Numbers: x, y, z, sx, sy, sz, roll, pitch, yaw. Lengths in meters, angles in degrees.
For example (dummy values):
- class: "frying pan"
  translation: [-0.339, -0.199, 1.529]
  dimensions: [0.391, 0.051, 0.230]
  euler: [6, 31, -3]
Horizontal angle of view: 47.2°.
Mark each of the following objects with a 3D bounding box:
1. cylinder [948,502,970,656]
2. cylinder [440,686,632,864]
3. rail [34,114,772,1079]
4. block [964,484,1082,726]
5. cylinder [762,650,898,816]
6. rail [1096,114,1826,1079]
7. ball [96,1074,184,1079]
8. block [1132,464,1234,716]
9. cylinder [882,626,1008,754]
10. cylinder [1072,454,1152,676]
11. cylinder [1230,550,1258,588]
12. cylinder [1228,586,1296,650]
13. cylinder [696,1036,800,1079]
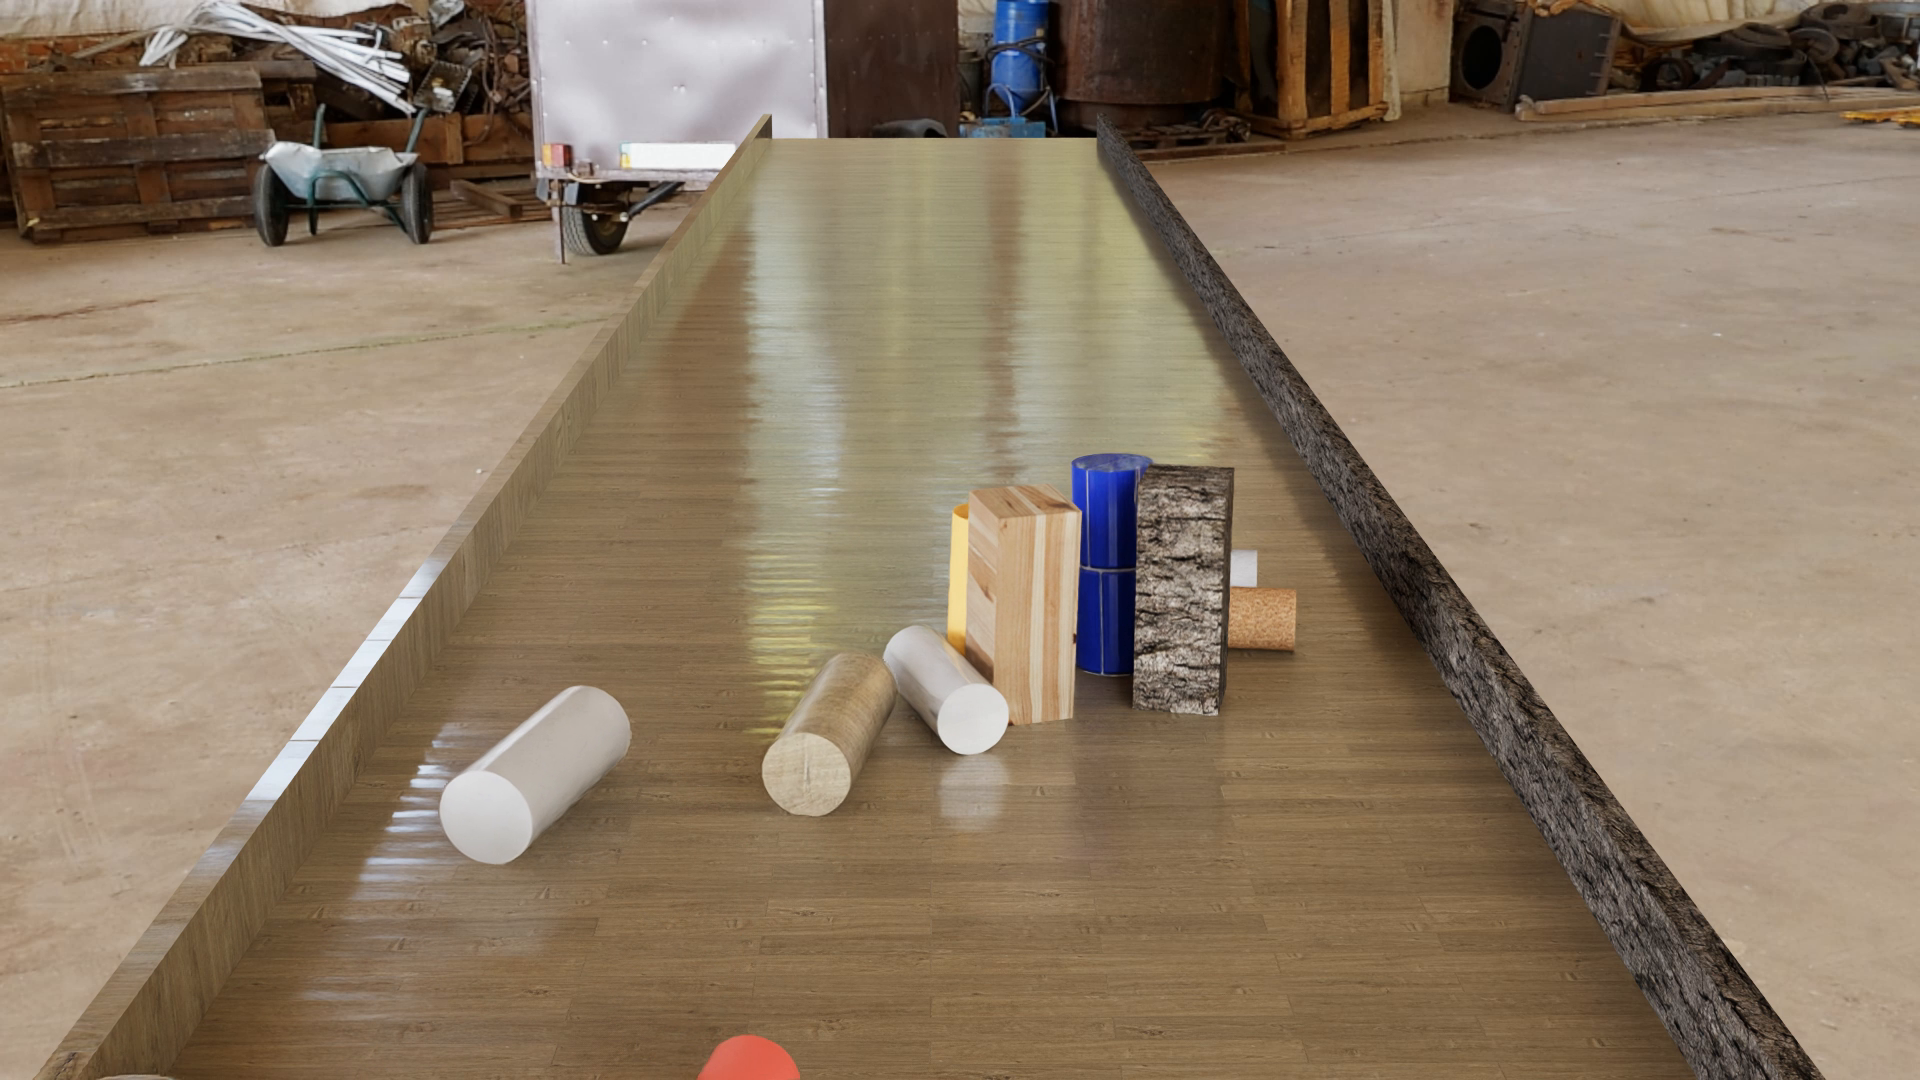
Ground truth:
- class: "cylinder"
  translation: [0.052, 0.111, 4.241]
  dimensions: [0.148, 0.343, 0.148]
  euler: [2, 17, -1]
- class: "cylinder"
  translation: [-0.698, 0.384, 3.656]
  dimensions: [0.159, 0.159, 0.397]
  euler: [4, 17, 14]
- class: "rail"
  translation: [-1.118, -0.838, 7.780]
  dimensions: [0.050, 0.150, 12.000]
  euler: [0, 17, -1]
- class: "block"
  translation: [0.114, 0.121, 4.082]
  dimensions: [0.160, 0.411, 0.160]
  euler: [-6, 22, -18]
- class: "cylinder"
  translation: [-0.222, 0.332, 3.846]
  dimensions: [0.151, 0.151, 0.411]
  euler: [3, 17, 9]
- class: "rail"
  translation: [0.932, -0.844, 7.801]
  dimensions: [0.050, 0.150, 12.000]
  euler: [0, 17, -1]
- class: "ball"
  translation: [-0.843, 0.715, 2.221]
  dimensions: [0.342, 0.342, 0.342]
  euler: [0, 17, 0]
- class: "block"
  translation: [0.422, 0.092, 4.146]
  dimensions: [0.161, 0.440, 0.161]
  euler: [4, 17, 12]
- class: "cylinder"
  translation: [-0.030, 0.274, 4.072]
  dimensions: [0.135, 0.135, 0.339]
  euler: [-5, 17, -18]
- class: "cylinder"
  translation: [0.303, 0.047, 4.334]
  dimensions: [0.160, 0.412, 0.160]
  euler: [-2, 15, 1]
- class: "cylinder"
  translation: [0.443, 0.093, 4.639]
  dimensions: [0.359, 0.157, 0.157]
  euler: [2, 17, 7]
- class: "cylinder"
  translation: [0.479, 0.154, 4.489]
  dimensions: [0.406, 0.125, 0.125]
  euler: [2, 17, 8]
- class: "cylinder"
  translation: [-0.296, 0.729, 2.563]
  dimensions: [0.122, 0.122, 0.397]
  euler: [3, 17, 11]
